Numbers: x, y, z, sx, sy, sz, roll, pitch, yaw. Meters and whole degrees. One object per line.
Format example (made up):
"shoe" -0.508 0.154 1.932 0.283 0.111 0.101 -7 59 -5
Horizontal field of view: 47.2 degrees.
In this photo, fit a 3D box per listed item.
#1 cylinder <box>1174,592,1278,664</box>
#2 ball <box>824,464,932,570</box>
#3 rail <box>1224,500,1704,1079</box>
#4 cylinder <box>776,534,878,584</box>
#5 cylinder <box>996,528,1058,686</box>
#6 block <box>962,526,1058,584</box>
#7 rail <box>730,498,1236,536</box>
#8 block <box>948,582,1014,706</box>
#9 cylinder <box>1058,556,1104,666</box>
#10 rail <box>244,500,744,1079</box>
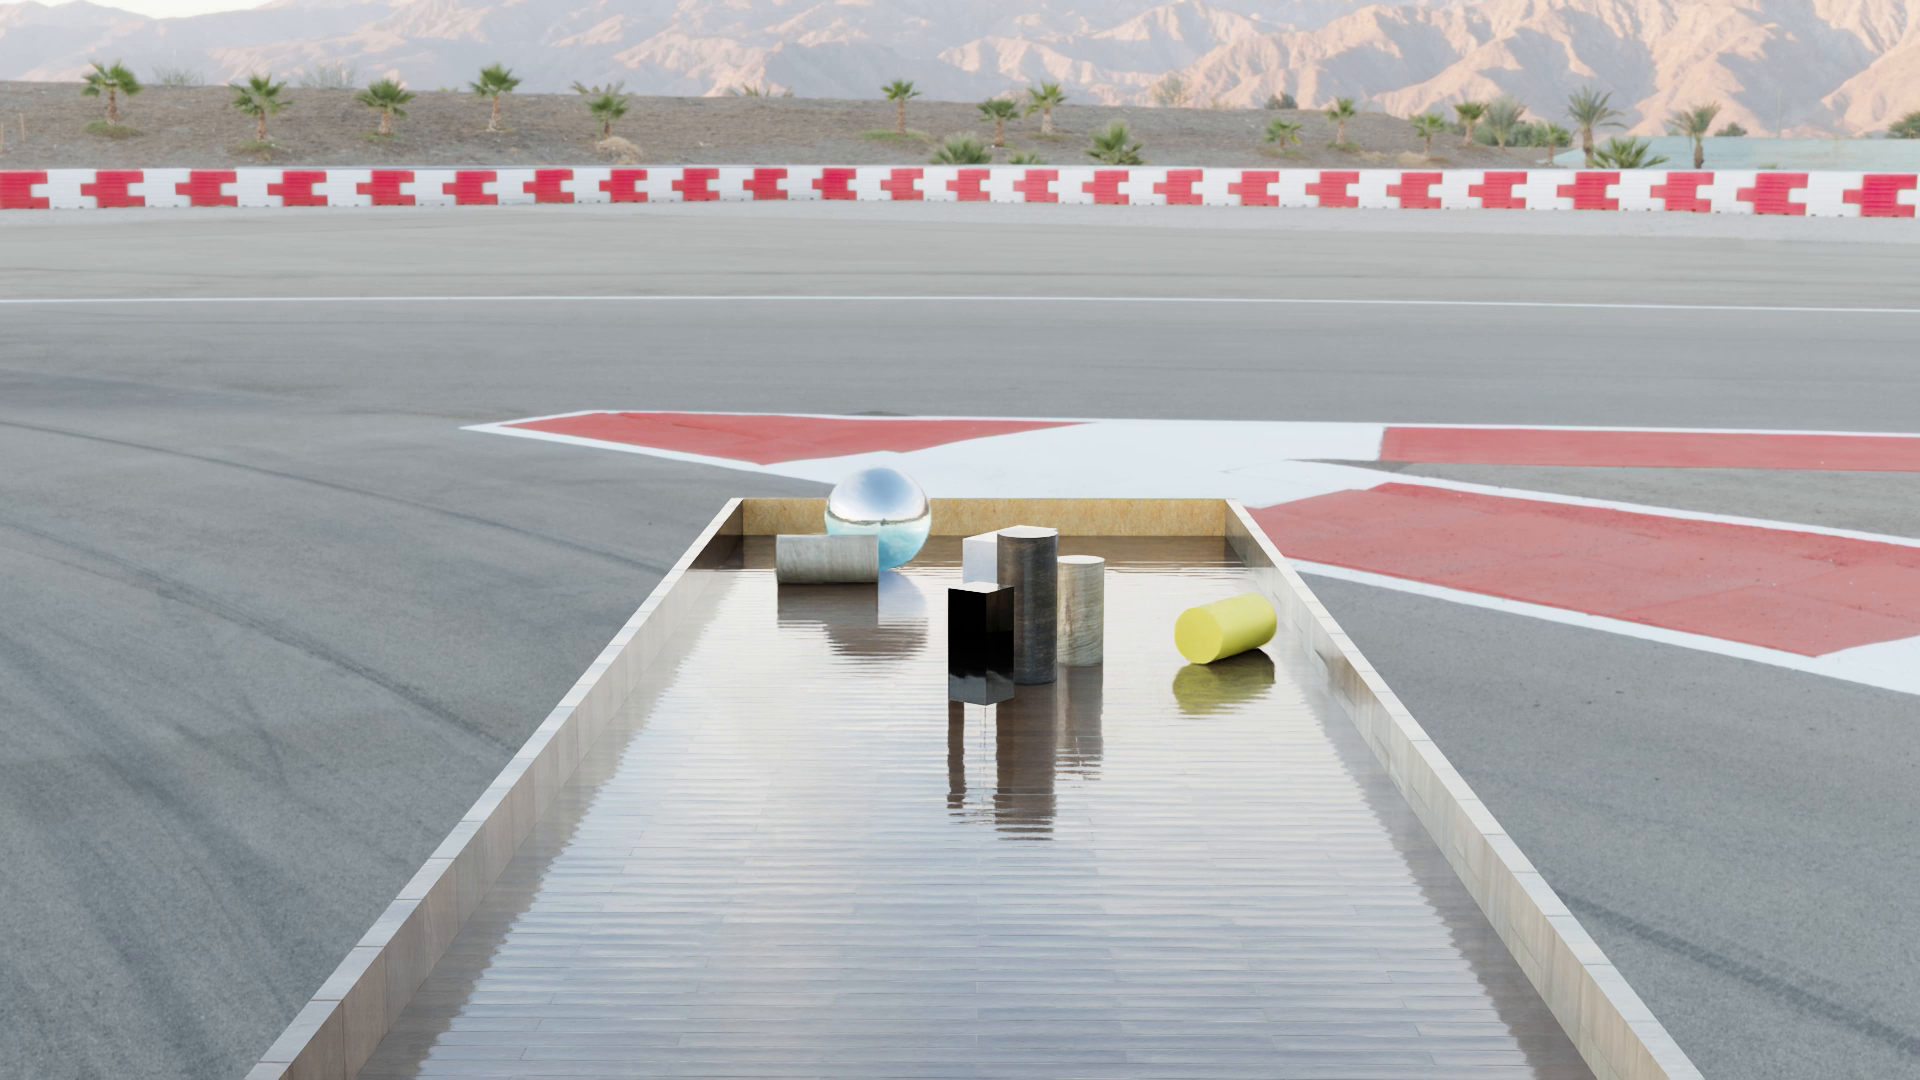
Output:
"cylinder" 0.818 0.269 6.761 0.172 0.172 0.326 7 11 38
"ball" -0.308 -0.083 8.261 0.399 0.399 0.399 0 9 0
"rail" 1.046 0.843 3.208 0.050 0.150 12.000 0 9 1
"cylinder" -0.482 0.069 8.008 0.367 0.178 0.178 0 9 -2
"cylinder" 0.195 0.193 6.407 0.178 0.433 0.178 0 9 0
"block" 0.188 0.061 8.089 0.168 0.168 0.395 6 11 32
"rail" 0.099 -0.098 9.147 2.100 0.150 0.050 0 9 1
"block" 0.059 0.289 6.168 0.132 0.319 0.132 7 11 36
"cylinder" 0.360 0.213 6.663 0.152 0.313 0.152 0 9 0
"rail" -1.004 0.839 3.234 0.050 0.150 12.000 0 9 1
